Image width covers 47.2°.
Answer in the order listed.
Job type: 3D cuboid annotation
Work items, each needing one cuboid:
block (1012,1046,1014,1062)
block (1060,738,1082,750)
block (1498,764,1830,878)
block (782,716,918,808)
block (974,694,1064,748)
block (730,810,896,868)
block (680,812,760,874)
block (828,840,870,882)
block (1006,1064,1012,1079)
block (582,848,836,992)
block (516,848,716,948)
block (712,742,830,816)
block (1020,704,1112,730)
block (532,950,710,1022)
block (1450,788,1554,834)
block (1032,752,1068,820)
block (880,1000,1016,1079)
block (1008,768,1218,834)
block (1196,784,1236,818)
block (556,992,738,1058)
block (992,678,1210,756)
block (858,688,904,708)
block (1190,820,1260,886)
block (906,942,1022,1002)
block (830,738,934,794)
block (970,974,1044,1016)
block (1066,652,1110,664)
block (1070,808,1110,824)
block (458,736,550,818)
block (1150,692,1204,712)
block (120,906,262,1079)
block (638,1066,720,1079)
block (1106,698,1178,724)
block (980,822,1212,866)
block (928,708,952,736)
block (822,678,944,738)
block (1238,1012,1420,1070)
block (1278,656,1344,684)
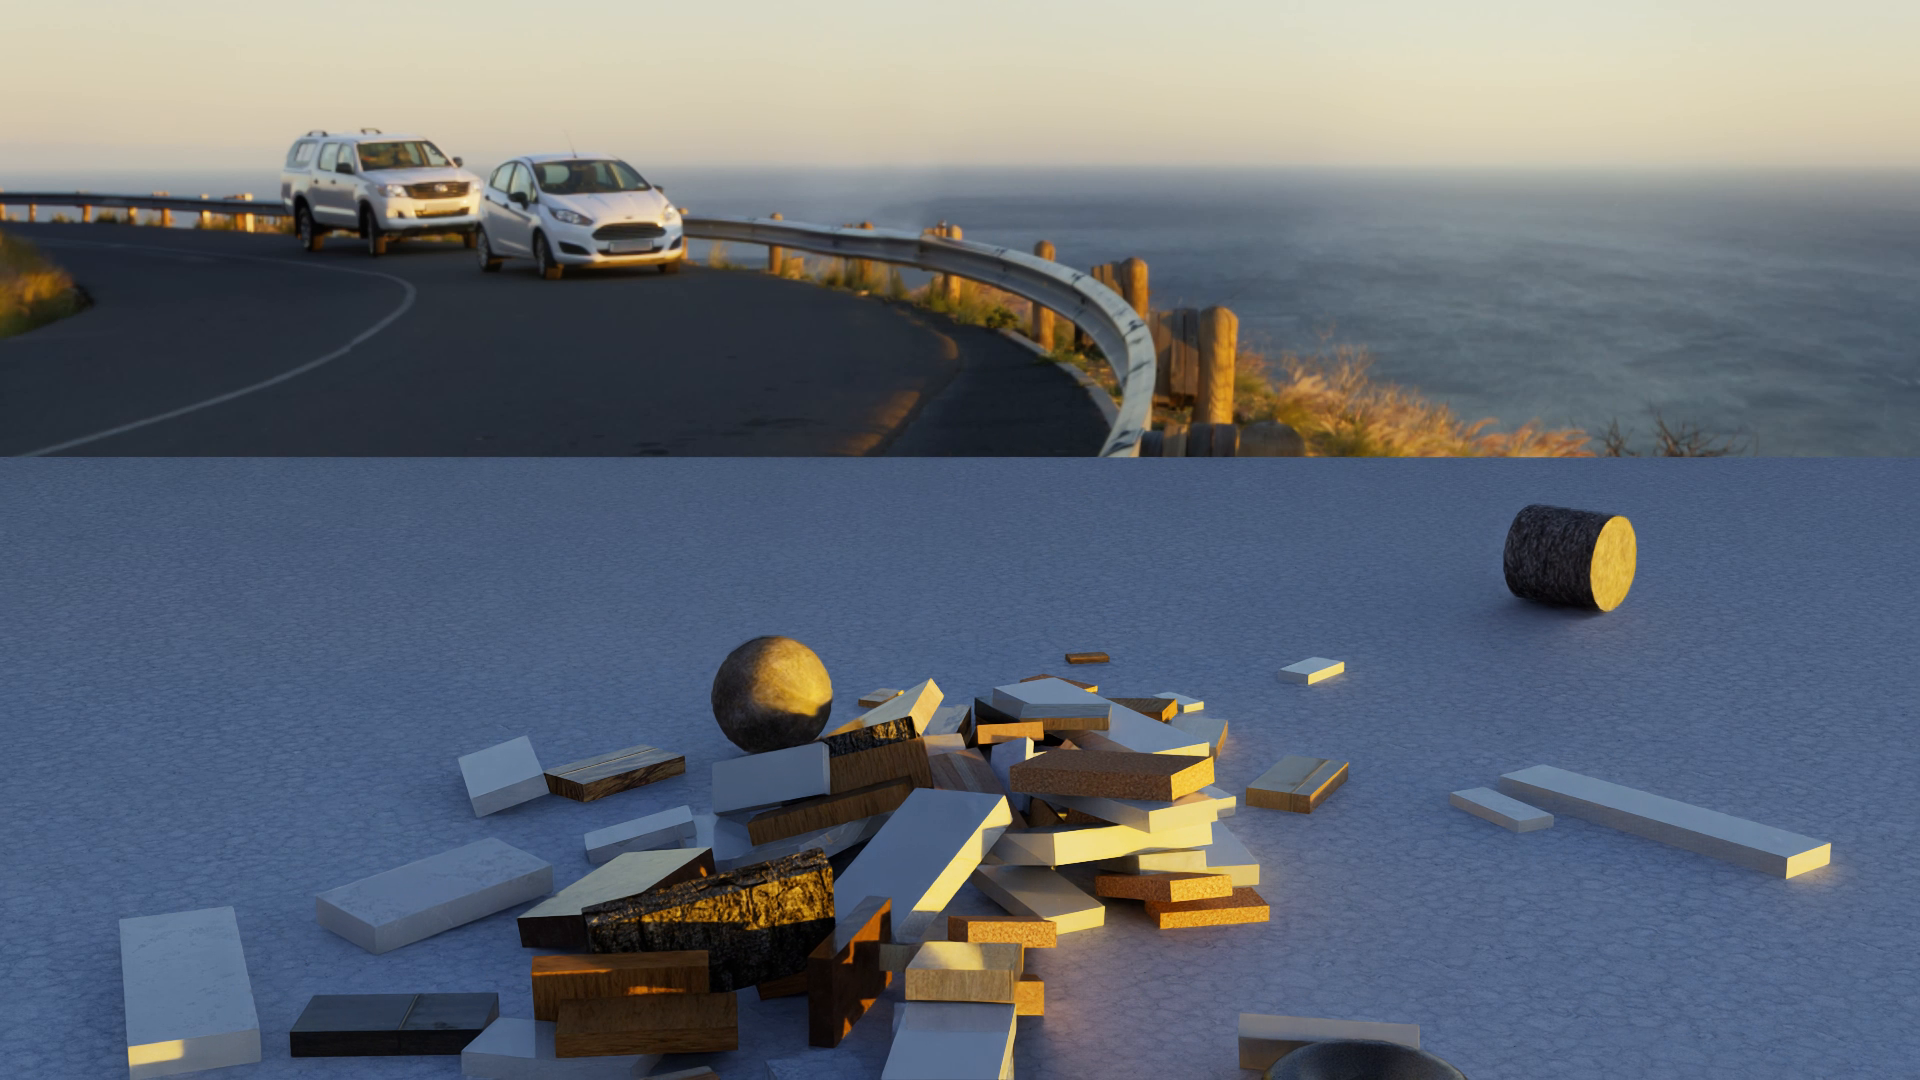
[{"bbox_3d":[-0.006,0.689,2.839,0.152,0.043,0.304,0,11,2],"label":"block"},{"bbox_3d":[0.232,0.414,4.185,0.077,0.022,0.155,39,-1,10],"label":"block"},{"bbox_3d":[1.271,0.507,4.016,0.131,0.037,0.612,-8,13,-37],"label":"block"},{"bbox_3d":[-0.198,0.414,3.955,0.262,0.131,0.037,-15,-26,2],"label":"block"},{"bbox_3d":[0.148,0.369,4.540,0.132,0.037,0.265,-6,14,-26],"label":"block"},{"bbox_3d":[-0.240,0.513,3.781,0.140,0.040,0.378,-15,-1,23],"label":"block"},{"bbox_3d":[-0.420,0.537,3.856,0.129,0.036,0.257,-2,11,-12],"label":"block"},{"bbox_3d":[-0.167,0.550,3.671,0.247,0.035,0.123,-14,17,-21],"label":"block"},{"bbox_3d":[0.001,0.647,2.623,0.117,0.033,0.233,0,11,-1],"label":"block"},{"bbox_3d":[-0.355,0.568,3.156,0.354,0.177,0.050,-12,31,-18],"label":"block"},{"bbox_3d":[-0.548,0.574,3.548,0.169,0.048,0.337,-7,7,22],"label":"block"},{"bbox_3d":[-0.338,0.428,3.931,0.221,0.095,0.027,-12,-24,19],"label":"block"},{"bbox_3d":[0.207,0.345,4.301,0.172,0.024,0.086,-1,14,8],"label":"block"},{"bbox_3d":[-0.472,0.636,3.076,0.242,0.121,0.034,-1,29,-6],"label":"block"},{"bbox_3d":[1.005,0.501,4.086,0.081,0.023,0.196,-5,12,-25],"label":"block"},{"bbox_3d":[0.181,0.460,4.030,0.077,0.022,0.155,-5,56,-25],"label":"block"},{"bbox_3d":[-0.013,0.615,2.600,0.134,0.038,0.267,1,11,7],"label":"block"},{"bbox_3d":[0.252,0.432,3.747,0.129,0.036,0.467,-7,6,-27],"label":"block"},{"bbox_3d":[0.373,0.472,4.209,0.125,0.035,0.347,-6,12,-29],"label":"block"},{"bbox_3d":[-0.425,0.661,3.003,0.242,0.034,0.121,-1,11,-6],"label":"block"},{"bbox_3d":[0.271,0.366,4.367,0.153,0.043,0.526,-7,14,-31],"label":"block"},{"bbox_3d":[-0.176,0.353,4.903,0.056,0.016,0.112,5,12,24],"label":"block"},{"bbox_3d":[0.423,0.544,3.822,0.125,0.035,0.249,-2,11,-9],"label":"block"},{"bbox_3d":[0.009,0.562,2.875,0.134,0.038,0.318,0,-4,4],"label":"block"},{"bbox_3d":[-0.148,0.419,3.910,0.190,0.095,0.027,-13,-25,2],"label":"block"},{"bbox_3d":[0.035,0.630,3.056,0.152,0.043,0.304,1,-9,0],"label":"block"},{"bbox_3d":[0.306,0.283,5.283,0.096,0.014,0.048,-2,11,-11],"label":"block"},{"bbox_3d":[0.262,0.477,3.893,0.091,0.026,0.306,-5,-5,11],"label":"block"},{"bbox_3d":[-0.877,0.451,4.214,0.140,0.040,0.280,-19,15,-14],"label":"block"},{"bbox_3d":[0.480,0.359,4.870,0.056,0.016,0.112,-7,13,-35],"label":"block"},{"bbox_3d":[-1.130,0.651,3.210,0.169,0.048,0.520,-4,11,-21],"label":"block"},{"bbox_3d":[-0.438,0.735,2.795,0.295,0.035,0.123,-5,12,-26],"label":"block"},{"bbox_3d":[0.345,0.369,4.717,0.218,0.031,0.109,-1,11,22],"label":"block"},{"bbox_3d":[0.227,0.499,3.672,0.390,0.050,0.177,1,-6,-44],"label":"block"},{"bbox_3d":[-0.091,0.424,4.463,0.132,0.037,0.524,2,11,9],"label":"block"},{"bbox_3d":[-0.182,0.378,4.170,0.307,0.043,0.153,-30,13,27],"label":"block"},{"bbox_3d":[0.489,0.675,2.926,0.233,0.033,0.117,2,-33,10],"label":"block"},{"bbox_3d":[0.821,0.305,5.141,0.081,0.023,0.162,8,13,39],"label":"block"}]
